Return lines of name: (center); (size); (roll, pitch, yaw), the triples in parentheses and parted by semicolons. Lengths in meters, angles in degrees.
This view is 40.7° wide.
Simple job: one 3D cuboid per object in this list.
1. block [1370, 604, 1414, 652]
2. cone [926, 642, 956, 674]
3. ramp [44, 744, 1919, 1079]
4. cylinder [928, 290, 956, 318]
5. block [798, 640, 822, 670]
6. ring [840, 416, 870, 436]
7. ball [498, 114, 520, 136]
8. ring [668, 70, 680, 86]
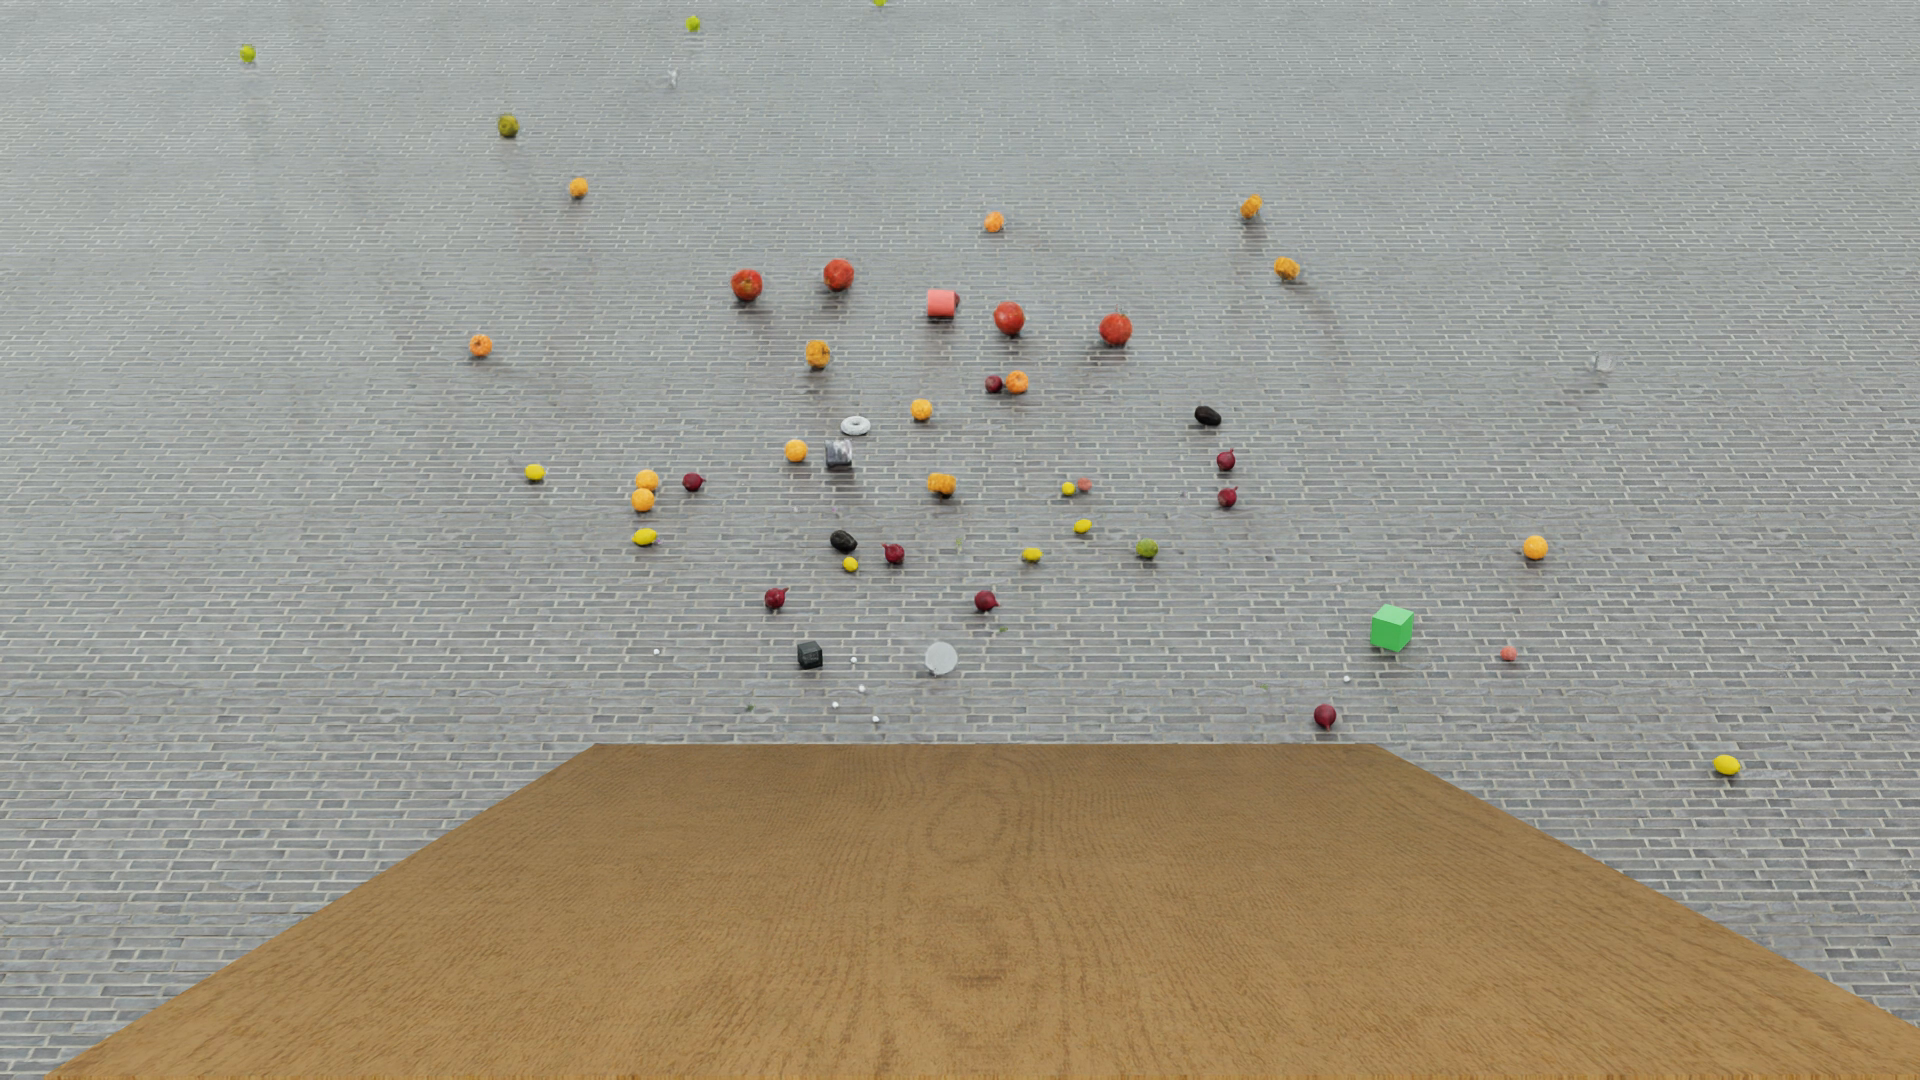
block: (1.207, 0.245, 7.224); (0.087, 0.087, 0.087); (17, 33, 28)
cone: (-0.061, 0.323, 7.133); (0.090, 0.090, 0.090); (-7, 3, -12)
ramp: (0.065, 0.585, 4.633); (2.000, 0.100, 4.000); (0, 0, 0)
cylinder: (-0.066, -0.837, 9.163); (0.093, 0.093, 0.093); (2, 29, 3)
block: (-0.414, 0.318, 7.128); (0.053, 0.053, 0.053); (-13, 32, -22)
ring: (-0.338, -0.370, 8.387); (0.098, 0.033, 0.098); (0, 30, 0)
ball: (-1.880, -1.724, 10.758); (0.091, 0.091, 0.091); (0, 29, 0)
ring: (-1.248, -2.019, 11.302); (0.026, 0.078, 0.078); (14, 32, 18)
